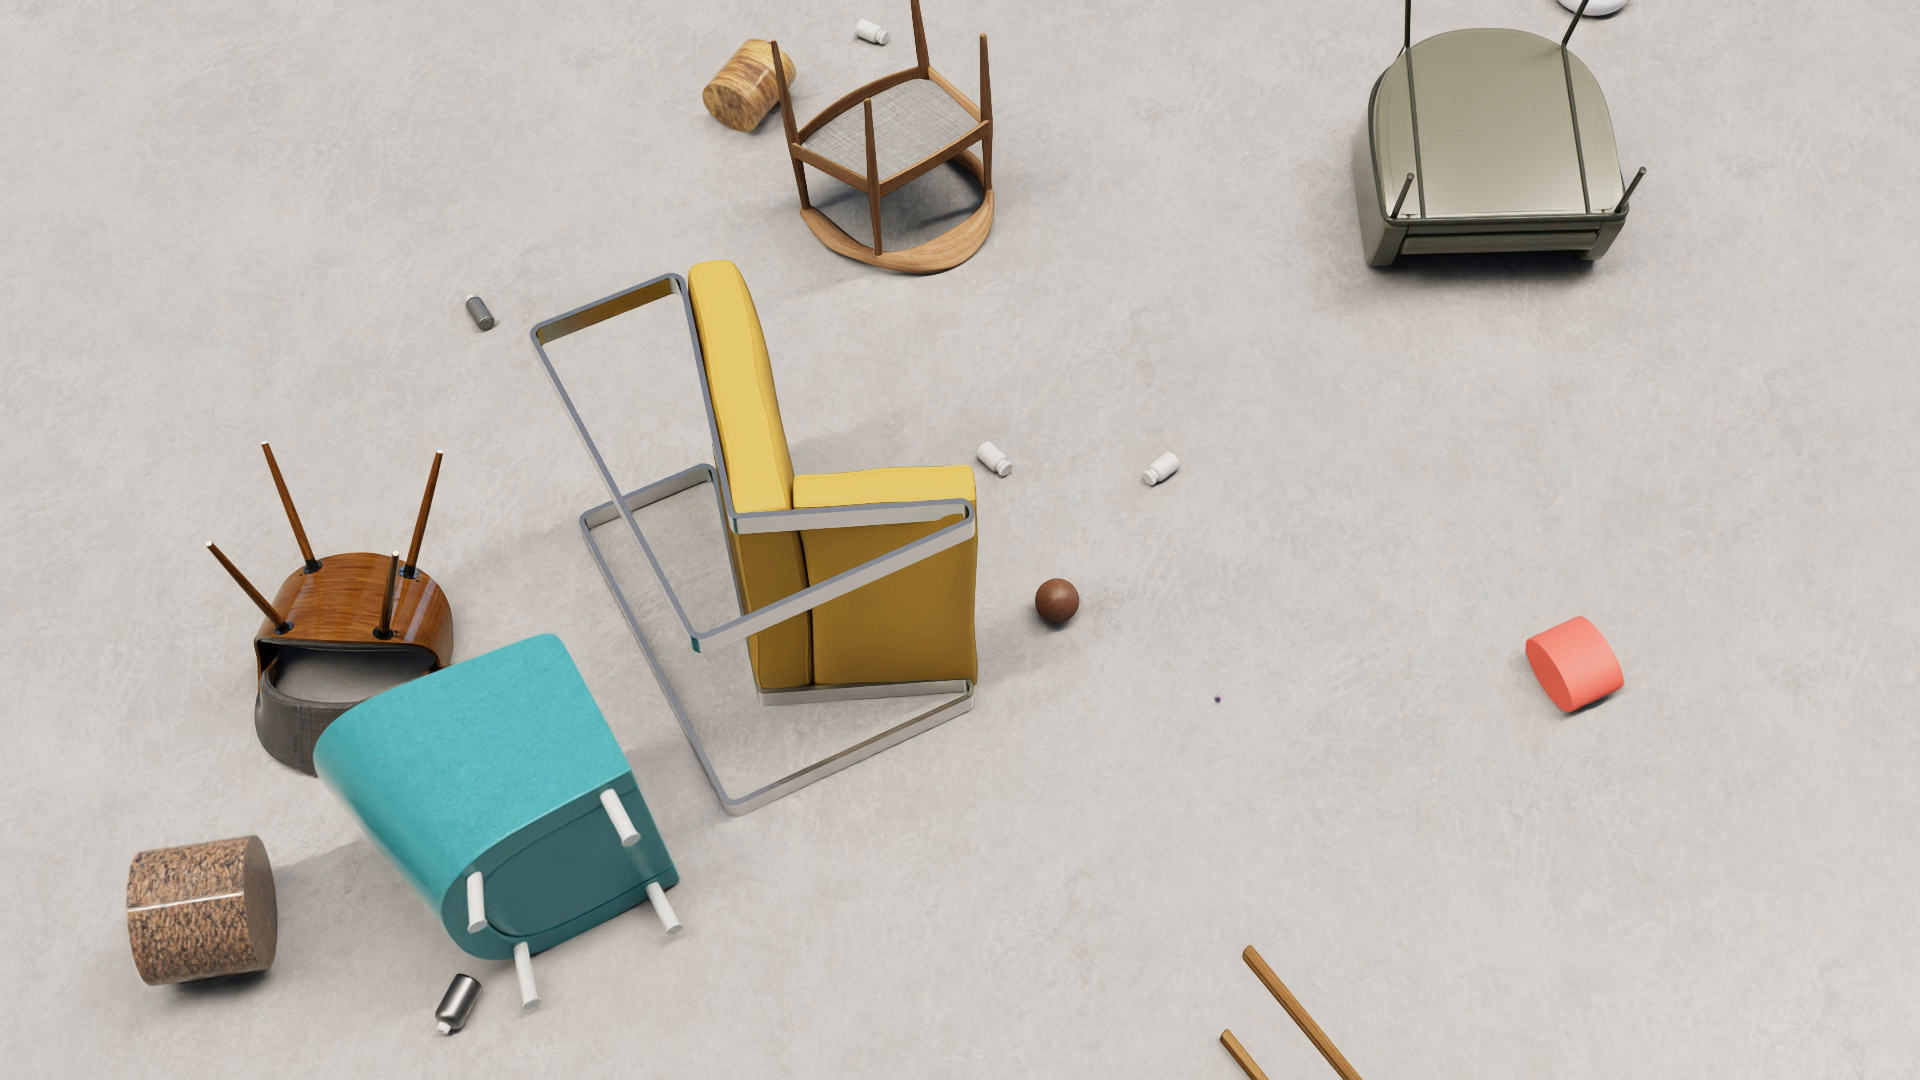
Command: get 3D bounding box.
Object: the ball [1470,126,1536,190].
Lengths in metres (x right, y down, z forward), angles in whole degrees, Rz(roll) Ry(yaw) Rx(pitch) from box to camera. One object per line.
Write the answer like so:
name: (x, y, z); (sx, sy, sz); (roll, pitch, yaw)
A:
ball: (1.803, -1.266, 7.296); (0.212, 0.212, 0.212); (0, 56, 0)

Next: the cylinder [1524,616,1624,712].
cylinder: (1.746, 0.351, 6.253); (0.175, 0.140, 0.239); (-22, 67, -14)

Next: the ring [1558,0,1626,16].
ring: (2.255, -1.986, 7.847); (0.286, 0.100, 0.281); (19, 59, 14)

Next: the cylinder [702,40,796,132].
cylinder: (-0.717, -1.549, 7.495); (0.224, 0.197, 0.249); (22, 59, 21)

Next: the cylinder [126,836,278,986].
cylinder: (-1.967, 0.964, 5.723); (0.290, 0.338, 0.358); (-8, 44, -5)
